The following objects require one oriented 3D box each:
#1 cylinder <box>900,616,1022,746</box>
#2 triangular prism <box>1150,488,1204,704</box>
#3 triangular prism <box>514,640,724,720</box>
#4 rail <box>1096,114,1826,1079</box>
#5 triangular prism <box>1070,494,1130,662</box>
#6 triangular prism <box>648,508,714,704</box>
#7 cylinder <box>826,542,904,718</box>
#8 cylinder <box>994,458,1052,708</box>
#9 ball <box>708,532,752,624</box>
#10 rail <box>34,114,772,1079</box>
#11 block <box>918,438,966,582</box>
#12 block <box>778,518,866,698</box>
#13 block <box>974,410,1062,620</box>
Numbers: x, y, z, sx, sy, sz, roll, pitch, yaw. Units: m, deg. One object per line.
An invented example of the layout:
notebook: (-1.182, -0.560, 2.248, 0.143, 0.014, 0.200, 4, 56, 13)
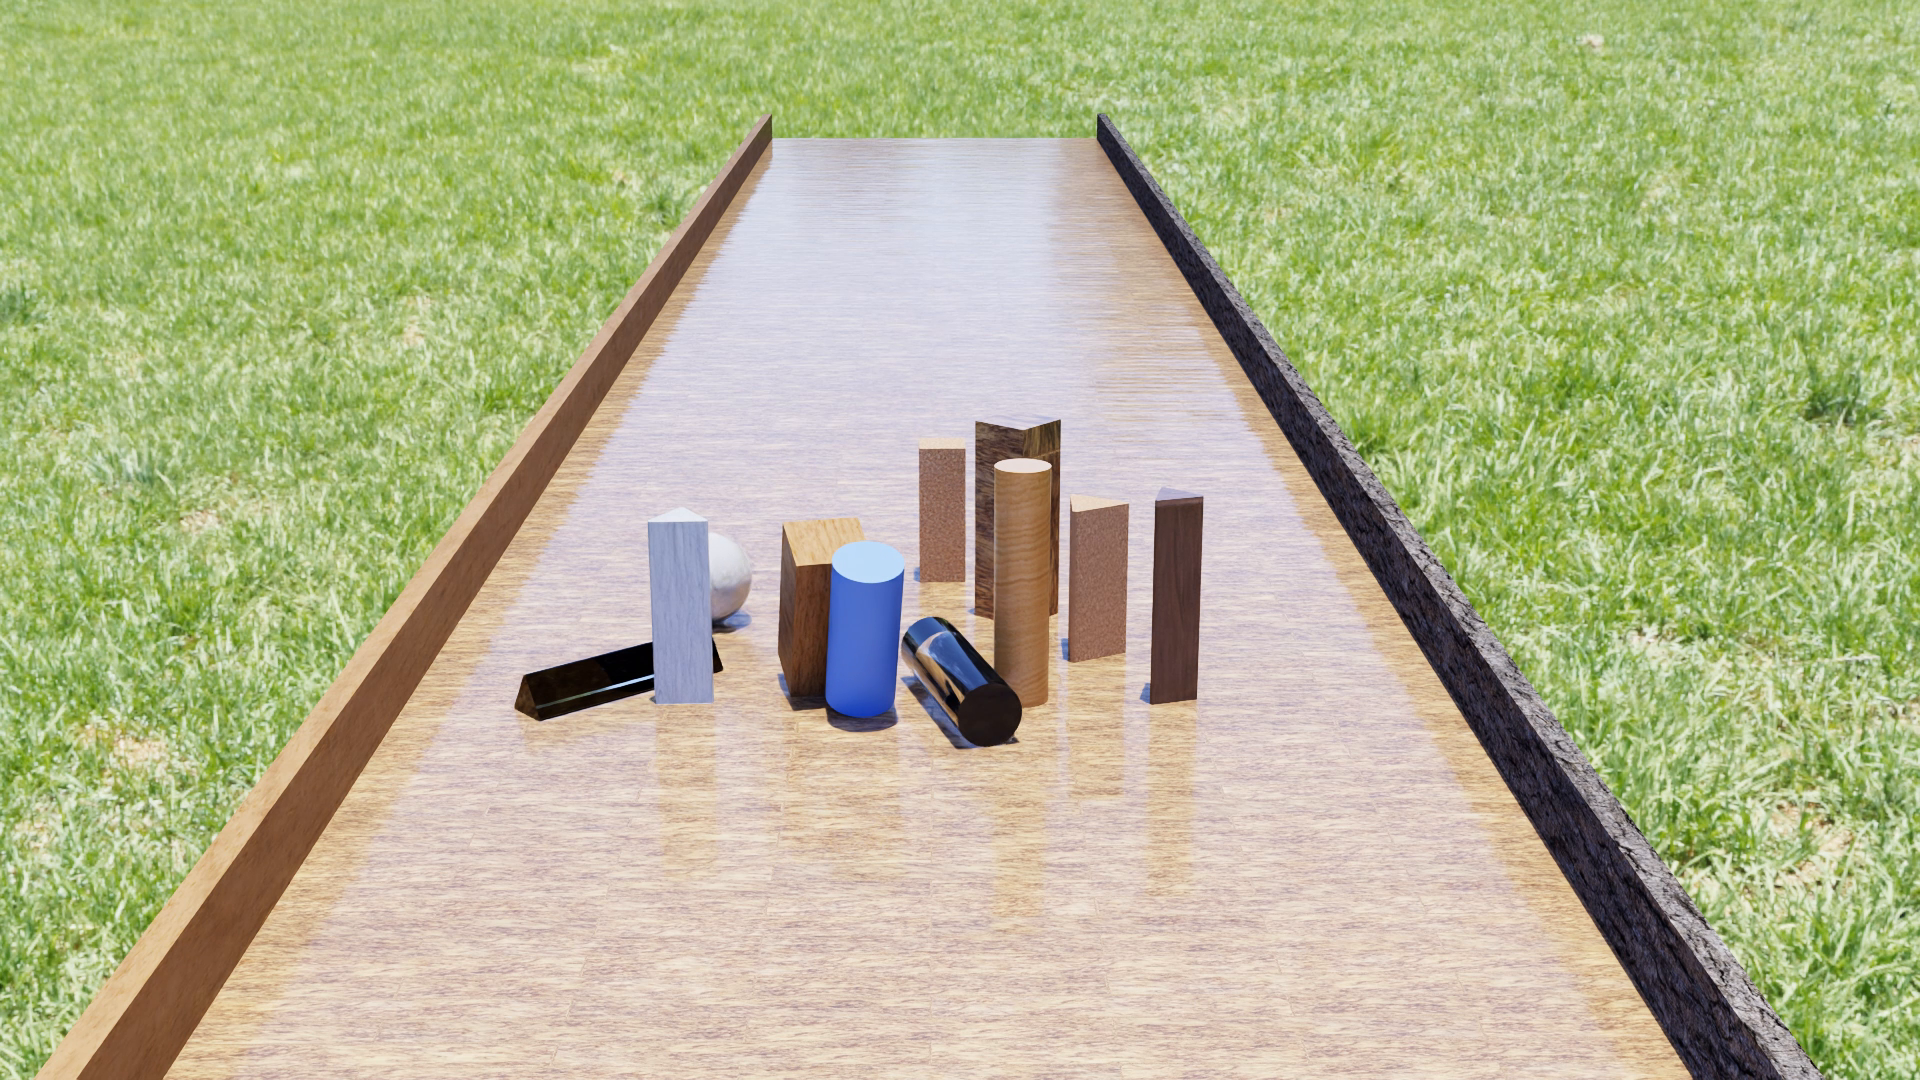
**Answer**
cylinder: (-0.002, 0.261, 4.133, 0.122, 0.122, 0.391, -5, 17, -16)
triangular prism: (0.395, 0.104, 4.171, 0.096, 0.403, 0.083, -5, 17, -17)
triangular prism: (-0.655, 0.250, 4.242, 0.418, 0.078, 0.091, -14, 21, -39)
rail: (0.932, -0.844, 7.801, 0.050, 0.150, 12.000, 0, 17, -1)
triangular prism: (0.253, 0.072, 4.433, 0.130, 0.314, 0.112, -9, 19, -28)
triangular prism: (-0.526, 0.124, 4.175, 0.110, 0.361, 0.095, -1, 17, -2)
cylinder: (-0.178, 0.167, 4.078, 0.133, 0.309, 0.133, 4, 34, -2)
cylinder: (0.117, 0.083, 4.143, 0.106, 0.460, 0.106, 0, 17, 0)
ball: (-0.534, 0.080, 4.617, 0.194, 0.194, 0.194, 0, 17, 0)
rail: (-1.118, -0.838, 7.780, 0.050, 0.150, 12.000, 0, 17, -1)
block: (-0.040, -0.067, 4.912, 0.102, 0.308, 0.102, 0, 17, -1)
block: (-0.260, 0.129, 4.201, 0.145, 0.308, 0.145, -4, 35, -14)
block: (0.121, -0.046, 4.634, 0.127, 0.426, 0.127, 13, 21, 38)
